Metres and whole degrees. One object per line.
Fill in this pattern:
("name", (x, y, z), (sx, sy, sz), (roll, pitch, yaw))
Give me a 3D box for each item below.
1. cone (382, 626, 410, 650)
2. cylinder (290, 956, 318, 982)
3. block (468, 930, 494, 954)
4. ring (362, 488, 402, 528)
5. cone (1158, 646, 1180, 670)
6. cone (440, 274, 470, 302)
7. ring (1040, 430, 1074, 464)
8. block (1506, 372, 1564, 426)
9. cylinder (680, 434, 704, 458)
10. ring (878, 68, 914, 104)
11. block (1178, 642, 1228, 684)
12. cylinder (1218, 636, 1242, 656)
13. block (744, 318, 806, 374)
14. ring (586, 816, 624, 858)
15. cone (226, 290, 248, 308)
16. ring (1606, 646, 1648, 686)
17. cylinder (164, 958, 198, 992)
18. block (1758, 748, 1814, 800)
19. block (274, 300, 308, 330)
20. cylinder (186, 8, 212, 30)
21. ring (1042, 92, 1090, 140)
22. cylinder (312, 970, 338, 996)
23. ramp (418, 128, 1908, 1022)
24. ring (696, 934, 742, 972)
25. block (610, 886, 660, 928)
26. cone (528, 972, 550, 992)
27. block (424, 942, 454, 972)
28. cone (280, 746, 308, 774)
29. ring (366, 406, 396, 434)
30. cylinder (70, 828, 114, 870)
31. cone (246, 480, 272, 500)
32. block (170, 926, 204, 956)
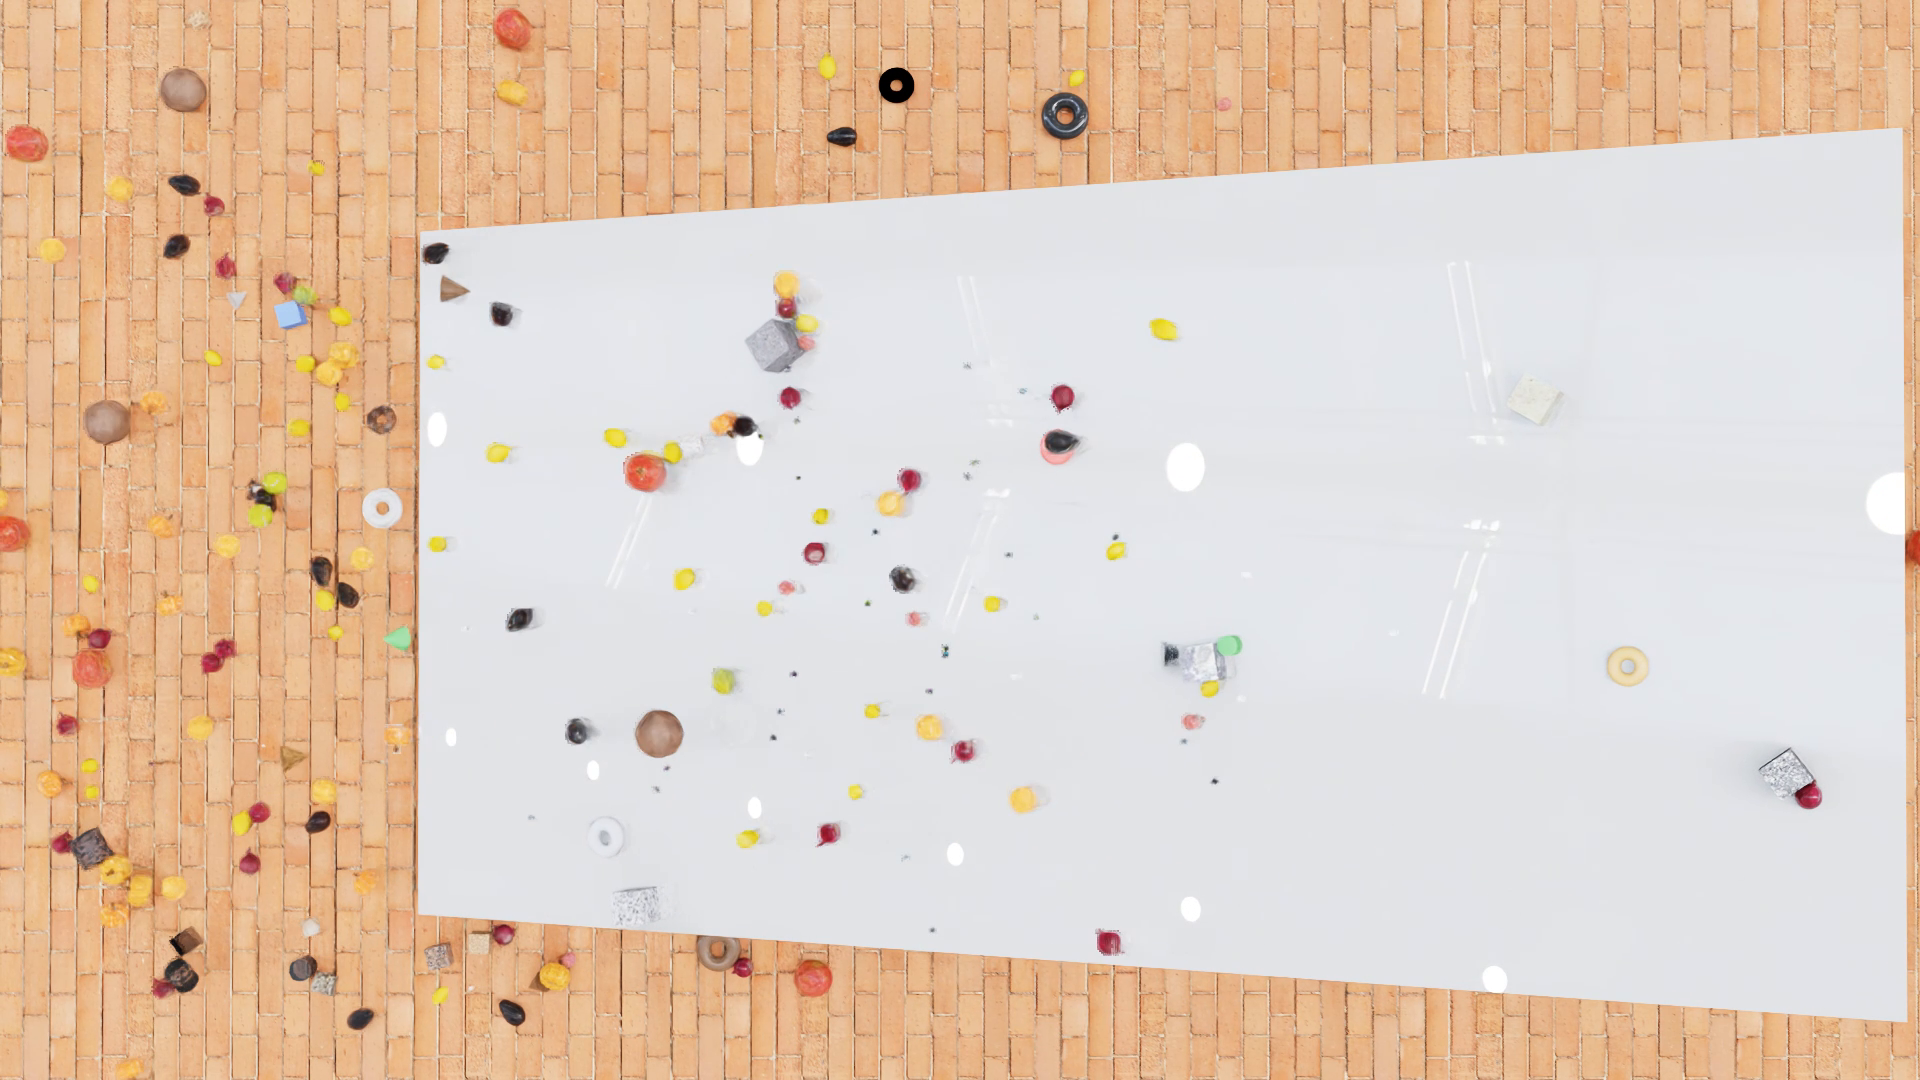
("cone", (-1.666, 0.290, 6.461), (0.072, 0.072, 0.072), (1, 89, -43))
("cylinder", (-1.938, 1.264, 6.489), (0.065, 0.065, 0.065), (0, 89, 0))
("block", (-1.414, 1.189, 6.493), (0.059, 0.059, 0.059), (2, 89, 0))
("ring", (-1.712, -0.094, 6.519), (0.121, 0.040, 0.121), (0, 88, -1))
("cone", (0.544, 0.287, 5.545), (0.067, 0.067, 0.067), (-17, 89, -27))
("cone", (-1.460, -0.725, 6.382), (0.083, 0.083, 0.083), (5, 89, -4))
("ring", (0.250, -0.240, 5.673), (0.093, 0.031, 0.093), (0, 89, 20))
("block", (1.355, -0.332, 5.185), (0.091, 0.091, 0.091), (34, 102, 19))
("cylinder", (-0.740, -0.259, 6.058), (0.054, 0.054, 0.054), (-13, 89, -3))
("ring", (-0.188, -1.352, 6.536), (0.107, 0.036, 0.107), (0, 88, 1))
("block", (0.606, 0.307, 5.488), (0.089, 0.089, 0.089), (-11, 85, 22))
("cylinder", (0.673, 0.263, 5.481), (0.051, 0.051, 0.051), (0, 89, 22))
("block", (-0.500, -0.524, 5.949), (0.100, 0.100, 0.100), (-36, 76, 18))
("ring", (-0.994, 0.834, 6.170), (0.116, 0.039, 0.116), (0, 90, 21))
("cone", (-2.141, -0.725, 6.534), (0.055, 0.055, 0.055), (-41, 89, -27))
("ring", (1.556, 0.295, 5.127), (0.095, 0.032, 0.095), (0, 90, 22))
("cylinder", (-2.290, 1.282, 6.470), (0.072, 0.072, 0.072), (-21, 134, 0))
("block", (1.866, 0.529, 4.968), (0.082, 0.082, 0.082), (-39, 76, 17))
("block", (-1.982, -0.666, 6.513), (0.066, 0.066, 0.066), (-17, 89, 0))
("cylinder", (-2.260, -1.546, 6.530), (0.050, 0.050, 0.050), (-36, 89, 1))
("ring", (0.312, -1.259, 6.530), (0.143, 0.048, 0.143), (0, 89, -1))
("cylinder", (-1.875, 1.308, 6.492), (0.059, 0.059, 0.059), (15, 89, 0))
("ramp", (0.283, 0.086, 5.726), (4.000, 0.100, 2.000), (0, 89, 22))
("ring", (-0.713, 1.210, 6.501), (0.134, 0.045, 0.134), (0, 90, 1))
("block", (-0.900, 1.017, 6.098), (0.094, 0.094, 0.094), (-8, 86, 22))
("cone", (-1.256, 1.317, 6.507), (0.064, 0.064, 0.064), (-26, 89, 26))
("block", (-1.536, 1.228, 6.490), (0.064, 0.064, 0.064), (-13, 89, 0))
("cone", (-1.965, 0.645, 6.512), (0.079, 0.079, 0.079), (-8, 89, -27))
("ring", (-1.716, -0.357, 6.523), (0.088, 0.029, 0.088), (0, 78, 0))
("cylinder", (-2.560, 0.910, 6.480), (0.092, 0.092, 0.092), (-32, 89, 0))
("cone", (-2.076, -0.140, 6.524), (0.067, 0.067, 0.067), (15, 89, -28))
("block", (-2.283, 1.185, 6.493), (0.059, 0.059, 0.059), (-37, 89, 0))
